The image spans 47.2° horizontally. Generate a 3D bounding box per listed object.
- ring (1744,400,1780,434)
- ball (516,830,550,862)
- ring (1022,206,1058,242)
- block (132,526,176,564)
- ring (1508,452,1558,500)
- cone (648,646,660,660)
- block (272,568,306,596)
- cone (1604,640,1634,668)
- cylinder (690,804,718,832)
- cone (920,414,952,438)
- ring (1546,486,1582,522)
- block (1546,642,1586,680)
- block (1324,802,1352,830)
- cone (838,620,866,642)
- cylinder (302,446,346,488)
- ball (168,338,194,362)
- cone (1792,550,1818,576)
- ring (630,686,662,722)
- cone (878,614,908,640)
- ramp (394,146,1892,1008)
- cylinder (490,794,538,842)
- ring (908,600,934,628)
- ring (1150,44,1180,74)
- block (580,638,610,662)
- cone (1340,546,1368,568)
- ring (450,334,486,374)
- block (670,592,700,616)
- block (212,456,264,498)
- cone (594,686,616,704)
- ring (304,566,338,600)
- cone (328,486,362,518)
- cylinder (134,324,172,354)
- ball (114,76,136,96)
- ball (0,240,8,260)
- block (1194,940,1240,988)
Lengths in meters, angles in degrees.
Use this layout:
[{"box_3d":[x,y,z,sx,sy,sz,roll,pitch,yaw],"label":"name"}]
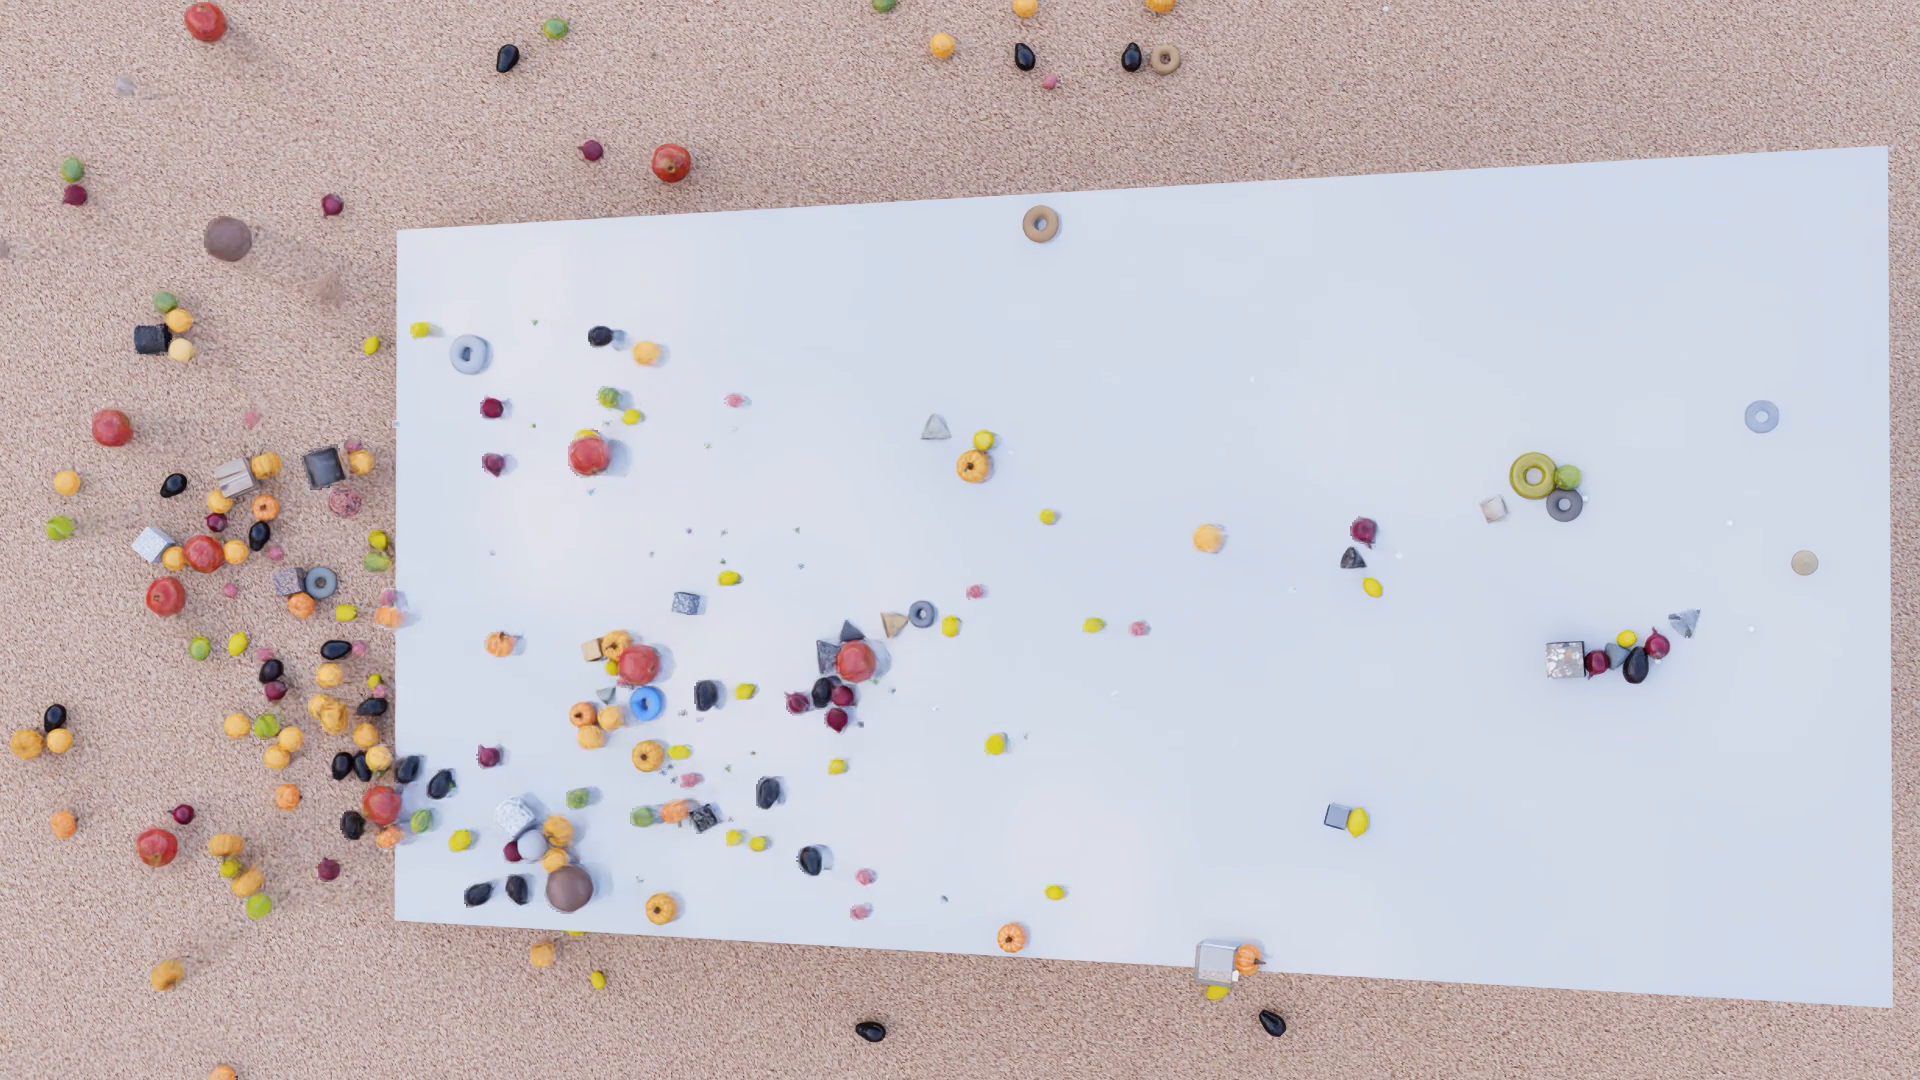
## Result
[{"box_3d":[1.890,-0.290,5.181,0.080,0.027,0.080,-1,88,22],"label":"ring"},{"box_3d":[-1.198,0.856,6.168,0.090,0.090,0.090,0,89,0],"label":"ball"},{"box_3d":[0.211,-0.826,5.749,0.098,0.033,0.098,0,90,18],"label":"ring"},{"box_3d":[-2.358,0.014,6.430,0.076,0.076,0.076,39,89,0],"label":"block"},{"box_3d":[1.393,-0.156,5.340,0.117,0.039,0.117,0,90,17],"label":"ring"},{"box_3d":[-0.846,0.313,6.103,0.072,0.072,0.072,0,84,1],"label":"cone"},{"box_3d":[-1.961,0.123,6.431,0.071,0.071,0.071,-13,89,0],"label":"block"},{"box_3d":[1.591,0.275,5.272,0.067,0.067,0.067,2,89,-22],"label":"cone"},{"box_3d":[-0.701,0.761,6.020,0.057,0.057,0.057,-28,81,0],"label":"cylinder"},{"box_3d":[-0.054,-0.286,5.829,0.076,0.076,0.076,26,89,-10],"label":"cone"},{"box_3d":[1.462,-0.087,5.321,0.087,0.029,0.087,0,90,20],"label":"ring"},{"box_3d":[1.456,0.289,5.288,0.084,0.084,0.084,-5,88,18],"label":"block"},{"box_3d":[0.940,0.688,5.473,0.052,0.052,0.052,15,94,18],"label":"block"},{"box_3d":[-0.282,0.254,5.901,0.067,0.067,0.067,18,89,-12],"label":"cone"},{"box_3d":[-1.840,-0.211,6.360,0.096,0.096,0.096,-15,100,0],"label":"cylinder"},{"box_3d":[-2.282,-0.556,6.441,0.070,0.070,0.070,0,89,0],"label":"ball"},{"box_3d":[1.973,0.053,5.131,0.060,0.060,0.060,0,89,19],"label":"cone"},{"box_3d":[-0.871,0.454,6.094,0.097,0.032,0.097,-1,88,20],"label":"ring"},{"box_3d":[-0.165,0.216,5.860,0.075,0.075,0.075,-27,89,-23],"label":"cone"},{"box_3d":[0.277,0.092,5.784,4.000,0.100,2.000,0,89,19],"label":"ramp"},{"box_3d":[-1.253,0.783,6.185,0.094,0.094,0.094,-46,76,-1],"label":"cylinder"},{"box_3d":[-0.101,0.197,5.843,0.075,0.025,0.075,0,91,22],"label":"ring"},{"box_3d":[0.606,-1.414,6.474,0.088,0.029,0.088,0,91,-1],"label":"ring"},{"box_3d":[-1.019,0.307,6.135,0.052,0.052,0.052,-22,82,17],"label":"block"},{"box_3d":[0.989,0.056,5.478,0.061,0.061,0.061,25,89,-10],"label":"cone"},{"box_3d":[-1.406,-0.531,6.284,0.115,0.038,0.115,0,90,17],"label":"ring"},{"box_3d":[-0.754,0.175,6.047,0.054,0.054,0.054,12,93,18],"label":"block"},{"box_3d":[-2.109,-0.182,6.425,0.091,0.091,0.091,-23,89,0],"label":"block"},{"box_3d":[-0.982,0.425,6.136,0.053,0.053,0.053,-39,89,-14],"label":"cone"},{"box_3d":[-1.875,0.126,6.451,0.097,0.032,0.097,0,90,1],"label":"ring"},{"box_3d":[-1.810,-0.112,6.420,0.099,0.099,0.099,0,89,0],"label":"cone"},{"box_3d":[-2.361,-0.587,6.435,0.083,0.083,0.083,-4,89,0],"label":"cylinder"},{"box_3d":[-2.452,-1.336,6.459,0.056,0.056,0.056,0,89,0],"label":"ball"},{"box_3d":[-2.827,-0.850,6.449,0.062,0.062,0.062,0,89,0],"label":"ball"},{"box_3d":[0.648,1.067,5.543,0.095,0.095,0.095,5,91,19],"label":"block"}]
